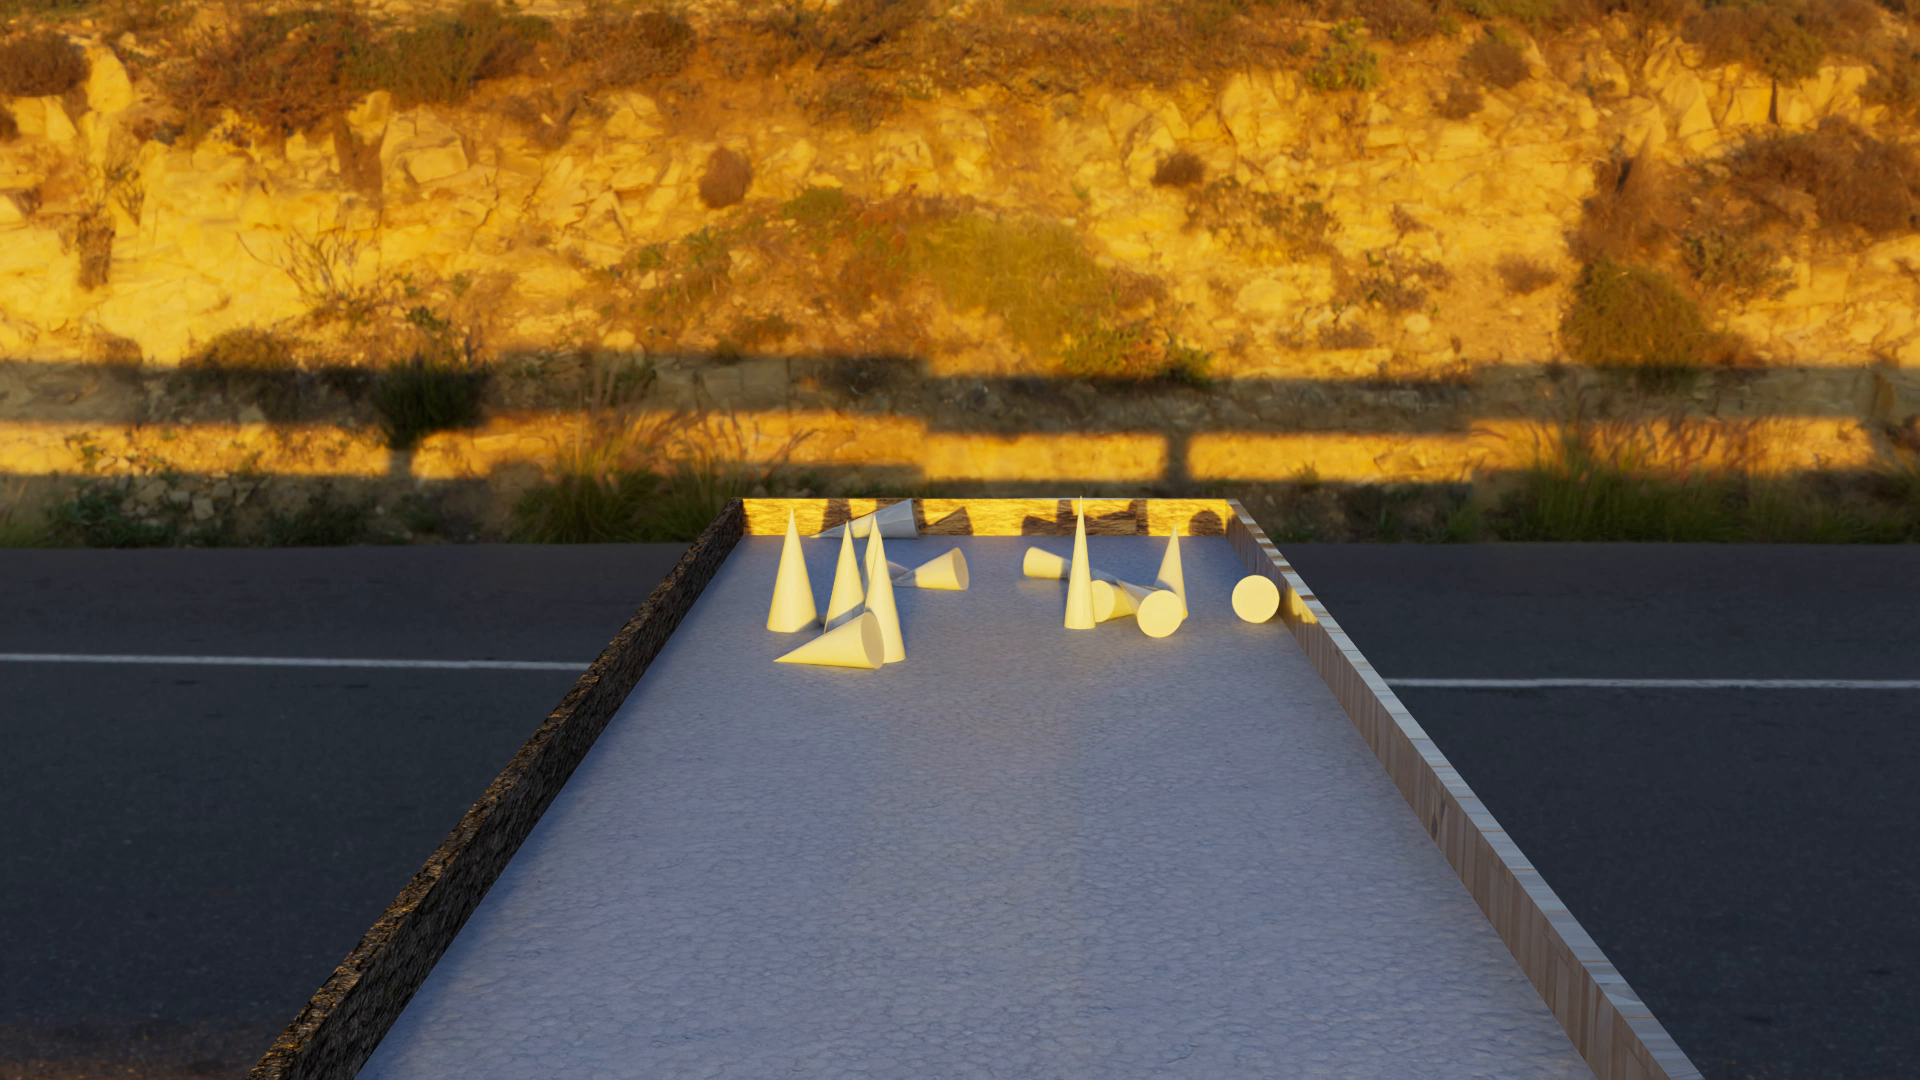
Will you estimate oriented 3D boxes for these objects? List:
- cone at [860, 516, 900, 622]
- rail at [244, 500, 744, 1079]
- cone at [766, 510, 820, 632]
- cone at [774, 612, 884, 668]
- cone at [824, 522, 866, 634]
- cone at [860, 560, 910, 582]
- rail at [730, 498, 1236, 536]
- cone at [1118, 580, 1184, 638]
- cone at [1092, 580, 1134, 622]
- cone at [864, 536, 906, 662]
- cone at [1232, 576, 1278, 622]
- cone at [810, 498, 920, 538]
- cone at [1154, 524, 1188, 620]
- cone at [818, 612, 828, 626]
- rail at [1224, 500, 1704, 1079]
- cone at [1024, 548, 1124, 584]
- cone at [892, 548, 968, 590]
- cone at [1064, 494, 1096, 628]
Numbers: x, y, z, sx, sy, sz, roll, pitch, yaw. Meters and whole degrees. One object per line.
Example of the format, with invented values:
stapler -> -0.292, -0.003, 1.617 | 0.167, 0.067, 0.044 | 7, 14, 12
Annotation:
cone -> -0.281, 0.094, 7.251 | 0.168, 0.364, 0.168 | 0, 9, 0
rail -> -1.004, 0.839, 3.234 | 0.050, 0.150, 12.000 | 0, 9, 1
cone -> -0.547, 0.088, 7.179 | 0.176, 0.400, 0.176 | 0, 9, 0
cone -> -0.415, 0.334, 6.631 | 0.333, 0.173, 0.173 | -12, 5, 19
cone -> -0.353, 0.133, 6.911 | 0.169, 0.395, 0.169 | 0, 9, 0
cone -> -0.237, 0.119, 8.083 | 0.112, 0.112, 0.335 | 5, 1, 27
rail -> 0.099, -0.098, 9.147 | 2.100, 0.150, 0.050 | 0, 9, 1
cone -> 0.584, 0.186, 7.203 | 0.157, 0.157, 0.395 | -3, 16, -17
cone -> 0.601, 0.211, 7.456 | 0.139, 0.139, 0.437 | 8, 3, 41
cone -> -0.243, 0.167, 6.708 | 0.157, 0.391, 0.157 | 0, 9, 0
cone -> 1.029, 0.209, 7.444 | 0.156, 0.156, 0.333 | 3, -4, 18
cone -> -0.404, -0.050, 9.058 | 0.449, 0.171, 0.171 | -10, 8, 5
cone -> 0.703, 0.086, 7.317 | 0.138, 0.350, 0.138 | 7, -29, 4
cone -> -0.415, 0.257, 7.201 | 0.118, 0.118, 0.388 | -7, 2, -36
rail -> 1.046, 0.843, 3.208 | 0.050, 0.150, 12.000 | 0, 9, 1
cone -> 0.453, 0.123, 8.056 | 0.438, 0.110, 0.110 | 13, 14, 26
cone -> -0.139, 0.134, 7.921 | 0.303, 0.156, 0.156 | -12, 5, 19
cone -> 0.394, 0.067, 7.197 | 0.106, 0.435, 0.106 | 0, 9, 0
